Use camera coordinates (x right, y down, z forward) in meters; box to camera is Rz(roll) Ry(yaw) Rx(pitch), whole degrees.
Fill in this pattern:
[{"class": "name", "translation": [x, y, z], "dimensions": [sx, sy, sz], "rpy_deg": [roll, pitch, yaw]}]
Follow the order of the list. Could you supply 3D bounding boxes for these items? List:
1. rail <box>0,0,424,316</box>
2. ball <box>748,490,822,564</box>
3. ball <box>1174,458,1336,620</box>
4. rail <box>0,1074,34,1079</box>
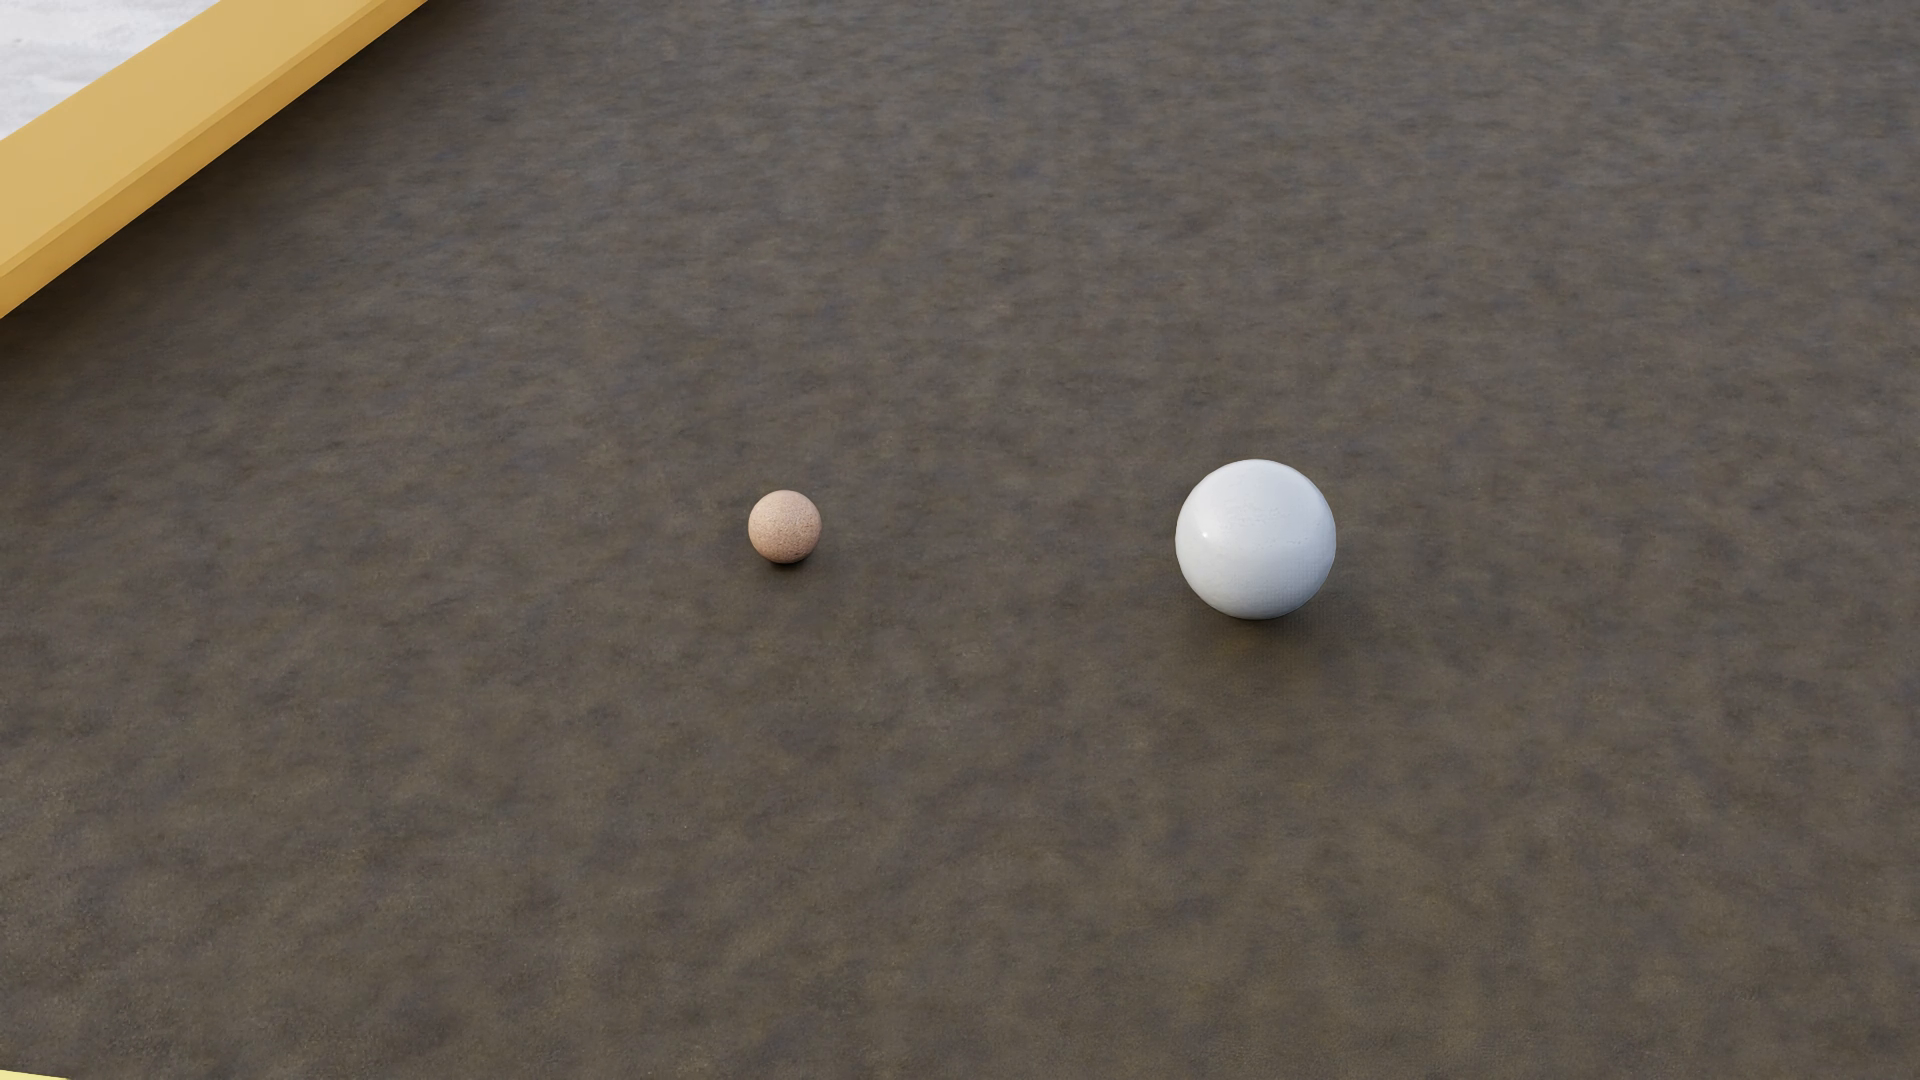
[{"class": "rail", "translation": [-0.627, -0.418, 2.617], "dimensions": [0.045, 0.129, 2.965], "rpy_deg": [5, 27, 11]}, {"class": "ball", "translation": [-0.112, -0.008, 1.880], "dimensions": [0.047, 0.047, 0.047], "rpy_deg": [0, 26, 0]}, {"class": "ball", "translation": [0.181, 0.000, 1.805], "dimensions": [0.099, 0.099, 0.099], "rpy_deg": [0, 26, 0]}, {"class": "rail", "translation": [-0.147, 0.285, 1.190], "dimensions": [1.638, 0.129, 0.045], "rpy_deg": [5, 27, 11]}]
